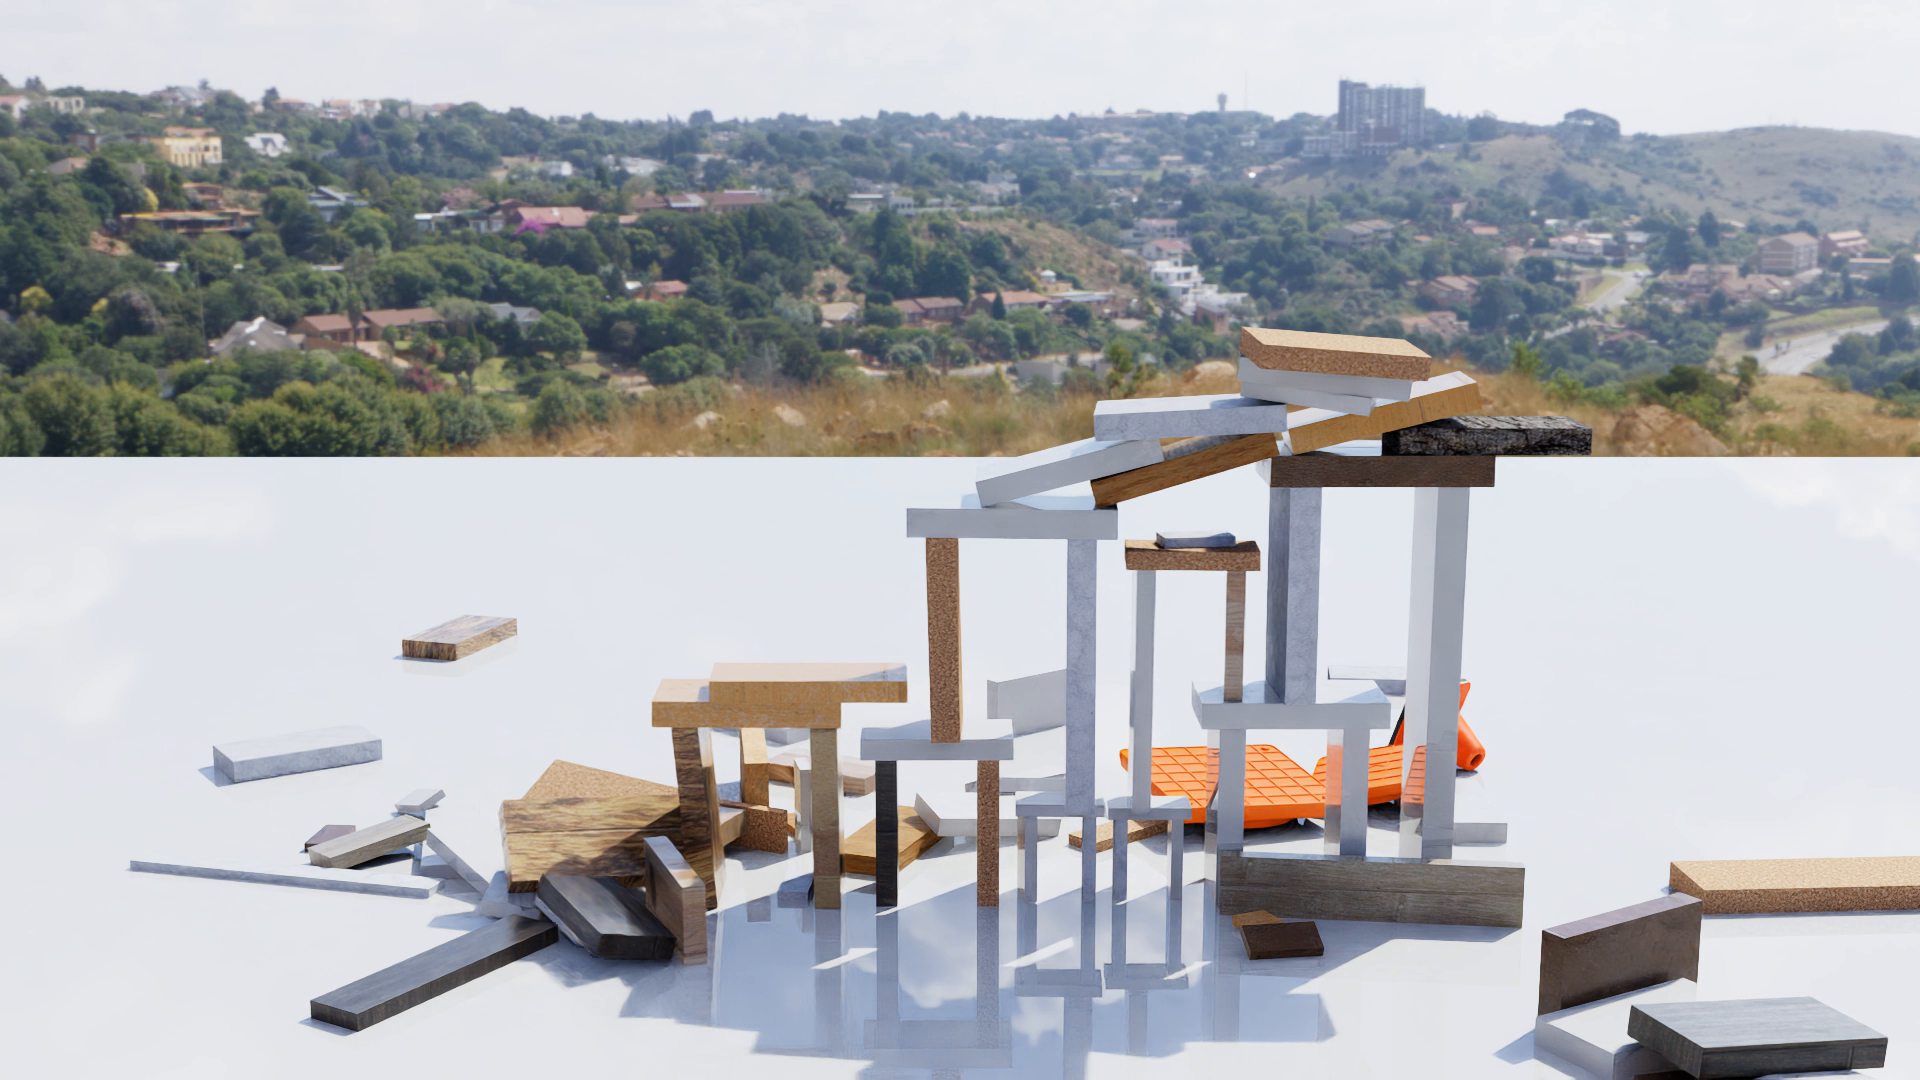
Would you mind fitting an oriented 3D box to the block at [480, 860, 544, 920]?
[{"bbox_3d":[-0.717,0.565,3.615,0.094,0.027,0.188,9,20,0],"label":"block"}]

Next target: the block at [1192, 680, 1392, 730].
[{"bbox_3d":[0.540,0.270,3.610,0.304,0.043,0.152,0,11,0],"label":"block"}]

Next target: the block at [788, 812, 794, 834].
[{"bbox_3d":[-0.292,0.519,4.011,0.051,0.014,0.102,-5,12,-27],"label":"block"}]

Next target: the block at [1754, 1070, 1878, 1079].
[{"bbox_3d":[1.104,0.718,2.846,0.201,0.028,0.100,-1,8,-40],"label":"block"}]

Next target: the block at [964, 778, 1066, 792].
[{"bbox_3d":[0.116,0.464,4.100,0.191,0.027,0.095,5,-16,-28],"label":"block"}]

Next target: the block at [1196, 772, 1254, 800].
[{"bbox_3d":[0.509,0.474,4.241,0.068,0.019,0.137,-2,11,-13],"label":"block"}]

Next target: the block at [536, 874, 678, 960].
[{"bbox_3d":[-0.554,0.587,3.434,0.127,0.036,0.254,10,8,-33],"label":"block"}]

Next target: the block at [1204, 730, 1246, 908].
[{"bbox_3d":[0.438,0.440,3.645,0.043,0.304,0.152,0,11,-1],"label":"block"}]

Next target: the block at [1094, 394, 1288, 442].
[{"bbox_3d":[0.364,-0.196,3.477,0.297,0.042,0.148,-3,12,6],"label":"block"}]

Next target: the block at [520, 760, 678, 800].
[{"bbox_3d":[-0.620,0.471,3.811,0.297,0.042,0.148,9,41,27],"label":"block"}]

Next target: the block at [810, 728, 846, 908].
[{"bbox_3d":[-0.218,0.440,3.645,0.043,0.304,0.152,-1,11,0],"label":"block"}]

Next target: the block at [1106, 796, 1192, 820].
[{"bbox_3d":[0.312,0.444,3.647,0.138,0.020,0.069,0,11,0],"label":"block"}]

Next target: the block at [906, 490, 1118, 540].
[{"bbox_3d":[0.085,-0.040,3.548,0.334,0.047,0.167,1,11,2],"label":"block"}]

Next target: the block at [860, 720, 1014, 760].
[{"bbox_3d":[-0.038,0.328,3.621,0.248,0.035,0.124,0,11,0],"label":"block"}]

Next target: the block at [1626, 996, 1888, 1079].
[{"bbox_3d":[1.067,0.664,2.945,0.301,0.043,0.150,2,9,-20],"label":"block"}]

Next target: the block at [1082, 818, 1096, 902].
[{"bbox_3d":[0.214,0.519,3.653,0.021,0.146,0.073,0,11,1],"label":"block"}]

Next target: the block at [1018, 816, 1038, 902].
[{"bbox_3d":[0.112,0.519,3.651,0.021,0.146,0.073,-2,11,-8],"label":"block"}]

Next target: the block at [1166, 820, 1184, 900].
[{"bbox_3d":[0.358,0.521,3.661,0.020,0.138,0.069,0,11,0],"label":"block"}]

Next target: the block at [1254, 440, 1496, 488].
[{"bbox_3d":[0.663,-0.123,3.538,0.353,0.050,0.176,0,11,0],"label":"block"}]

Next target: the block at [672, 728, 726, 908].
[{"bbox_3d":[-0.431,0.439,3.644,0.043,0.304,0.152,-5,11,0],"label":"block"}]

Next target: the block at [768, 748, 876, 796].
[{"bbox_3d":[-0.255,0.453,4.315,0.238,0.034,0.119,6,12,29],"label":"block"}]

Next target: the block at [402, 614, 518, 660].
[{"bbox_3d":[-1.235,0.240,5.440,0.148,0.042,0.296,3,11,17],"label":"block"}]

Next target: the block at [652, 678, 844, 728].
[{"bbox_3d":[-0.345,0.267,3.611,0.304,0.043,0.152,0,11,-1],"label":"block"}]

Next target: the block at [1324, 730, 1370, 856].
[{"bbox_3d":[0.639,0.440,3.645,0.043,0.304,0.152,0,11,0],"label":"block"}]

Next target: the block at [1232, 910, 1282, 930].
[{"bbox_3d":[0.487,0.616,3.482,0.059,0.017,0.117,-5,12,-24],"label":"block"}]

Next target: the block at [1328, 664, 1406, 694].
[{"bbox_3d":[0.967,0.320,5.027,0.246,0.035,0.123,1,11,6],"label":"block"}]

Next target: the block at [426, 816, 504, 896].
[{"bbox_3d":[-0.804,0.539,3.733,0.108,0.030,0.215,-9,27,-41],"label":"block"}]

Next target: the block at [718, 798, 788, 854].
[{"bbox_3d":[-0.376,0.508,3.905,0.150,0.075,0.021,5,12,27],"label":"block"}]

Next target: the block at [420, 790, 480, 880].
[{"bbox_3d":[-0.912,0.525,3.946,0.094,0.027,0.434,-2,11,-12],"label":"block"}]

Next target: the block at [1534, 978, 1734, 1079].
[{"bbox_3d":[0.961,0.681,3.068,0.290,0.041,0.145,-6,12,-29],"label":"block"}]

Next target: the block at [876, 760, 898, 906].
[{"bbox_3d":[-0.121,0.468,3.646,0.035,0.248,0.124,0,11,-1],"label":"block"}]

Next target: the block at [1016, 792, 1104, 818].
[{"bbox_3d":[0.165,0.437,3.637,0.146,0.021,0.073,0,11,1],"label":"block"}]

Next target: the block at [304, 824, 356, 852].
[{"bbox_3d":[-1.126,0.533,3.932,0.054,0.015,0.109,1,11,4],"label":"block"}]

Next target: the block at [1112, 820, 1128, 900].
[{"bbox_3d":[0.266,0.521,3.661,0.020,0.138,0.069,0,11,0],"label":"block"}]

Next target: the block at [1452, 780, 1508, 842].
[{"bbox_3d":[0.914,0.499,4.058,0.132,0.037,0.264,0,11,1],"label":"block"}]

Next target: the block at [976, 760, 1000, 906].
[{"bbox_3d":[0.046,0.468,3.647,0.035,0.248,0.124,0,11,0],"label":"block"}]

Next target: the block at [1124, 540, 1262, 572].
[{"bbox_3d":[0.375,0.024,3.561,0.213,0.030,0.107,0,11,2],"label":"block"}]

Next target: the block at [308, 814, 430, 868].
[{"bbox_3d":[-1.031,0.529,3.845,0.188,0.027,0.094,-17,15,-38],"label":"block"}]
